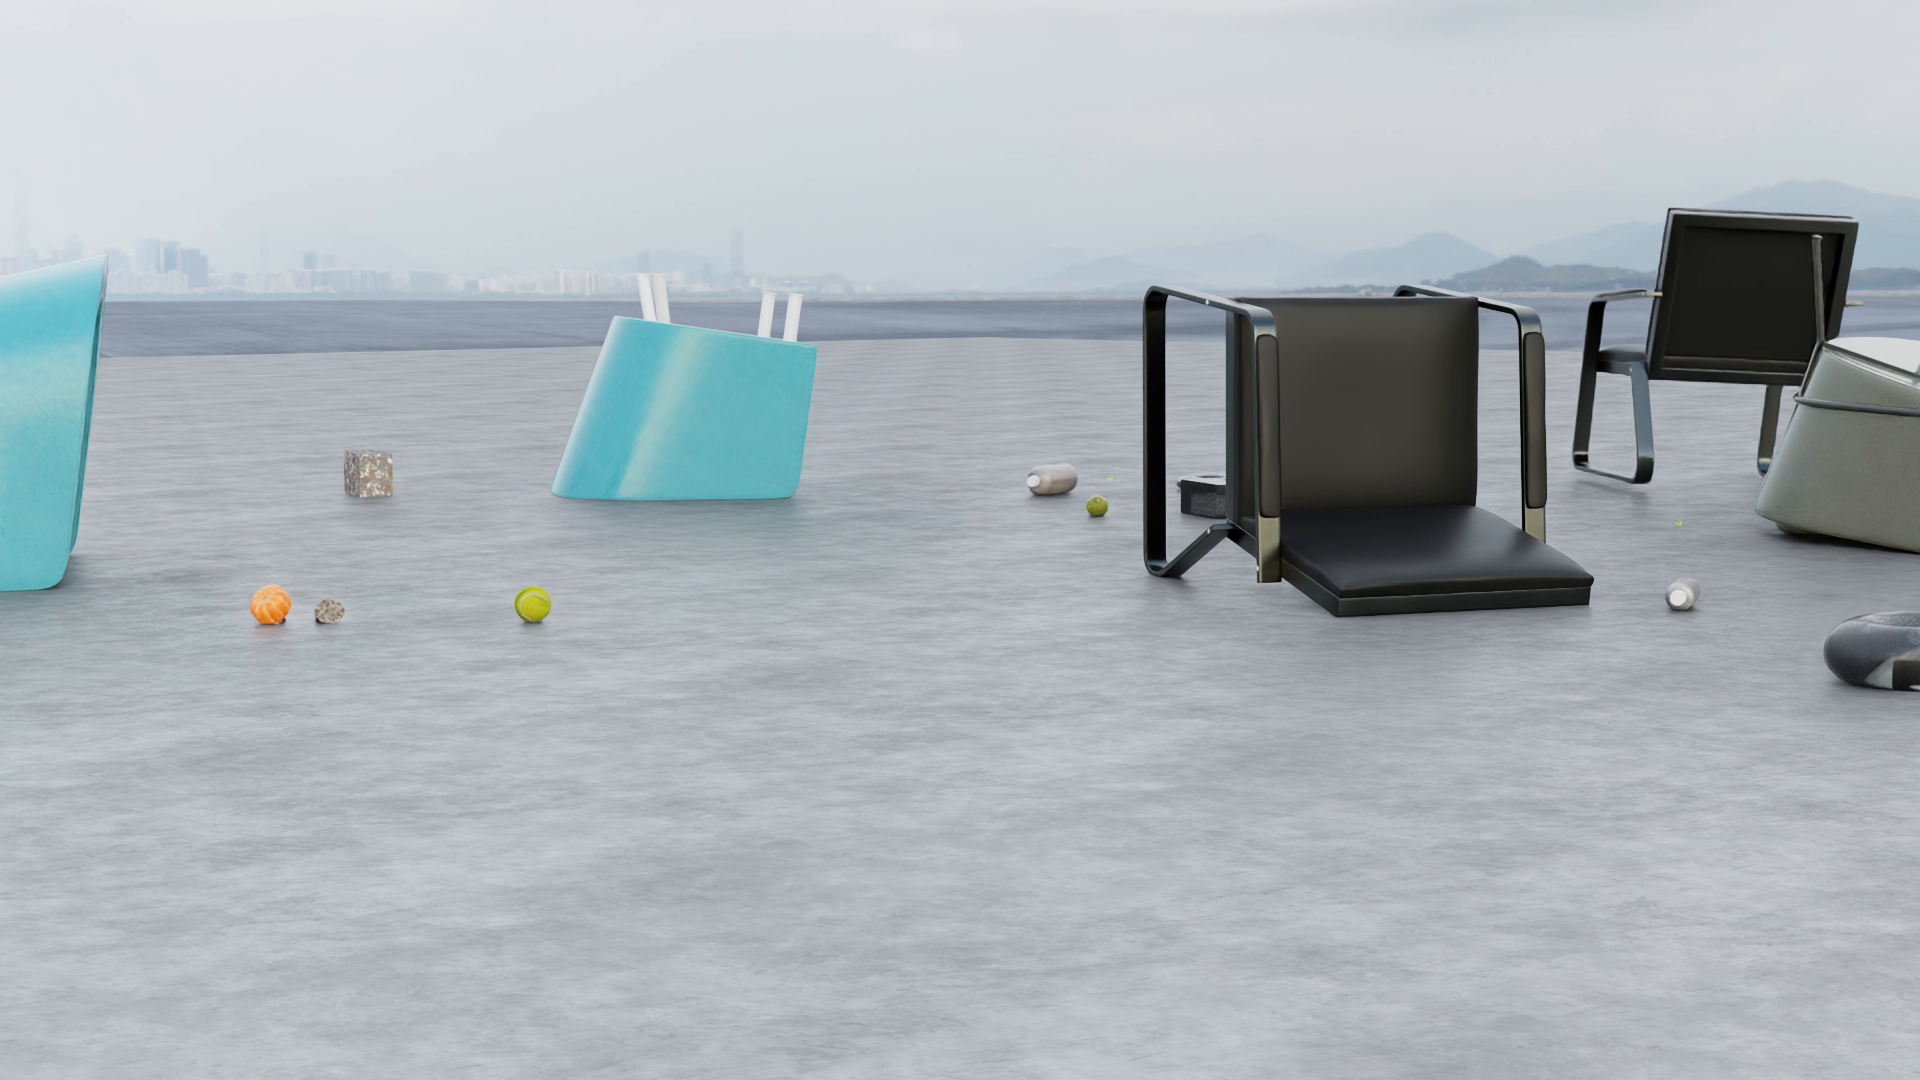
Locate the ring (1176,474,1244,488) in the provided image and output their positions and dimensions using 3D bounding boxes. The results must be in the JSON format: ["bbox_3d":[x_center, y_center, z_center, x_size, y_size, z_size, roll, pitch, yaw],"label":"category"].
[{"bbox_3d":[0.772,-0.176,7.917,0.201,0.043,0.276,3,7,25],"label":"ring"}]

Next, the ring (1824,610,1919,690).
[{"bbox_3d":[1.583,0.180,4.172,0.375,0.104,0.262,-2,8,-17],"label":"ring"}]

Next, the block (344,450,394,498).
[{"bbox_3d":[-1.791,-0.203,7.763,0.099,0.127,0.209,-3,7,-26],"label":"block"}]

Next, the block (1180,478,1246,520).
[{"bbox_3d":[0.697,-0.114,7.061,0.093,0.094,0.205,-2,6,-23],"label":"block"}]

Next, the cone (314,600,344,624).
[{"bbox_3d":[-1.218,0.144,4.904,0.062,0.047,0.063,-8,-11,-40],"label":"cone"}]
